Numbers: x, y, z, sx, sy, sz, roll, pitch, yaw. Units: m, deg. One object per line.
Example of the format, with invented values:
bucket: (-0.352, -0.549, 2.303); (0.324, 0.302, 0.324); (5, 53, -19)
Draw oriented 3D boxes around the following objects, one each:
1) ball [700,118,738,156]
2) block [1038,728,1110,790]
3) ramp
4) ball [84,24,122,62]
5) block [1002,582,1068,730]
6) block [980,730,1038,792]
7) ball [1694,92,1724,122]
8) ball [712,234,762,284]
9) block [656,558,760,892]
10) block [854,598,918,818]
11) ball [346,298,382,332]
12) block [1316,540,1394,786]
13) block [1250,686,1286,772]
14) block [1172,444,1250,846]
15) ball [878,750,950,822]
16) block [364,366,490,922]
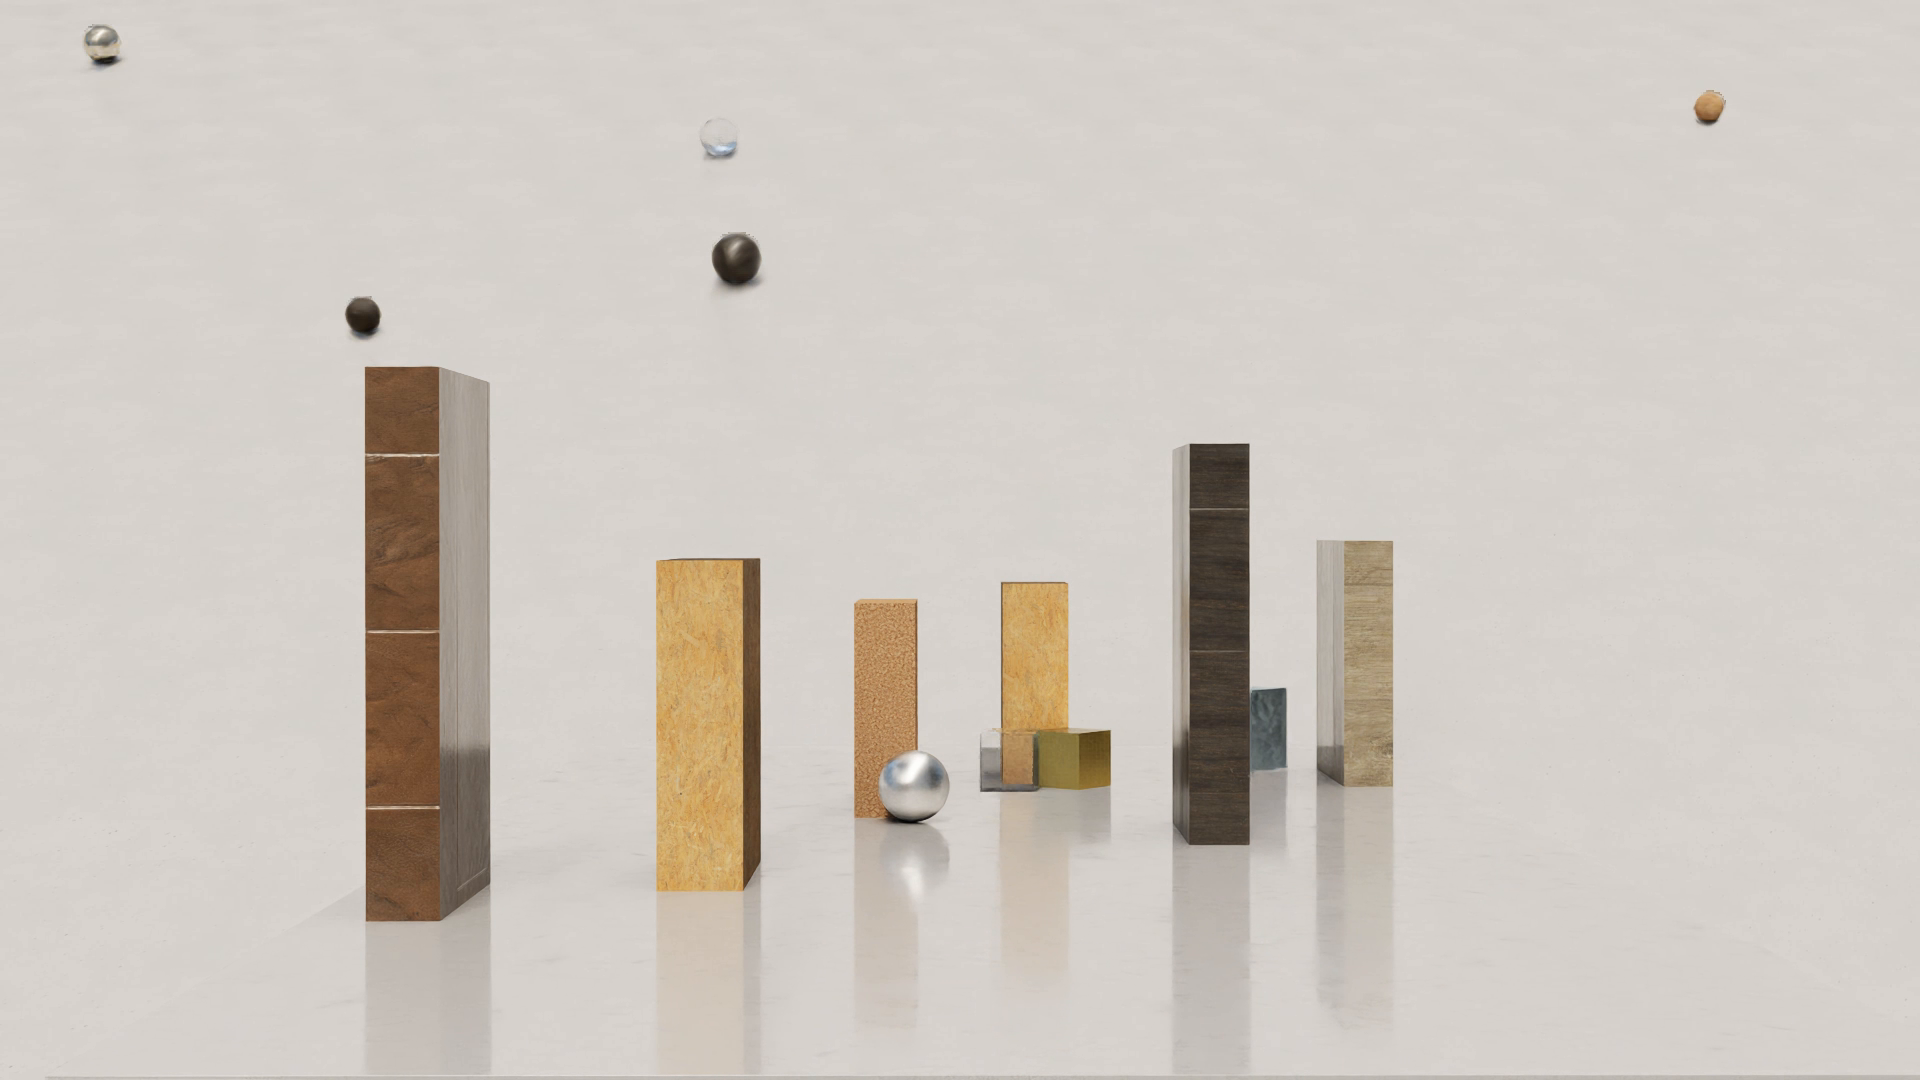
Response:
ball: (-0.980, -1.643, 10.533); (0.155, 0.155, 0.155); (0, 29, 0)
block: (0.243, 0.473, 5.602); (0.121, 0.121, 0.121); (0, 0, 38)
ramp: (0.066, 0.587, 4.637); (2.000, 0.100, 4.000); (0, 0, 0)
ball: (-3.829, -2.216, 11.546); (0.163, 0.163, 0.163); (0, 29, 0)
block: (0.166, 0.314, 5.806); (0.145, 0.436, 0.240); (0, 0, 0)
block: (0.106, 0.472, 5.526); (0.124, 0.124, 0.124); (0, 0, 2)
ball: (3.154, -1.824, 10.891); (0.119, 0.119, 0.119); (0, 29, 0)
ball: (-0.812, -1.022, 9.397); (0.181, 0.181, 0.181); (0, 29, 0)
block: (-0.400, 0.285, 4.157); (0.133, 0.508, 0.361); (0, 0, 0)
block: (-0.145, 0.328, 5.149); (0.118, 0.414, 0.320); (0, 0, 0)
ball: (-2.087, -0.788, 9.039); (0.122, 0.122, 0.122); (0, 29, 0)
block: (0.882, 0.266, 5.798); (0.106, 0.531, 0.431); (0, 0, 0)
block: (0.631, 0.438, 6.040); (0.186, 0.186, 0.186); (0, 0, -43)
block: (0.457, 0.183, 4.731); (0.106, 0.707, 0.360); (0, 0, 0)
ball: (-0.088, 0.468, 4.921); (0.137, 0.137, 0.137); (0, 29, 0)
block: (-0.792, 0.147, 3.870); (0.105, 0.788, 0.399); (0, 0, 0)
